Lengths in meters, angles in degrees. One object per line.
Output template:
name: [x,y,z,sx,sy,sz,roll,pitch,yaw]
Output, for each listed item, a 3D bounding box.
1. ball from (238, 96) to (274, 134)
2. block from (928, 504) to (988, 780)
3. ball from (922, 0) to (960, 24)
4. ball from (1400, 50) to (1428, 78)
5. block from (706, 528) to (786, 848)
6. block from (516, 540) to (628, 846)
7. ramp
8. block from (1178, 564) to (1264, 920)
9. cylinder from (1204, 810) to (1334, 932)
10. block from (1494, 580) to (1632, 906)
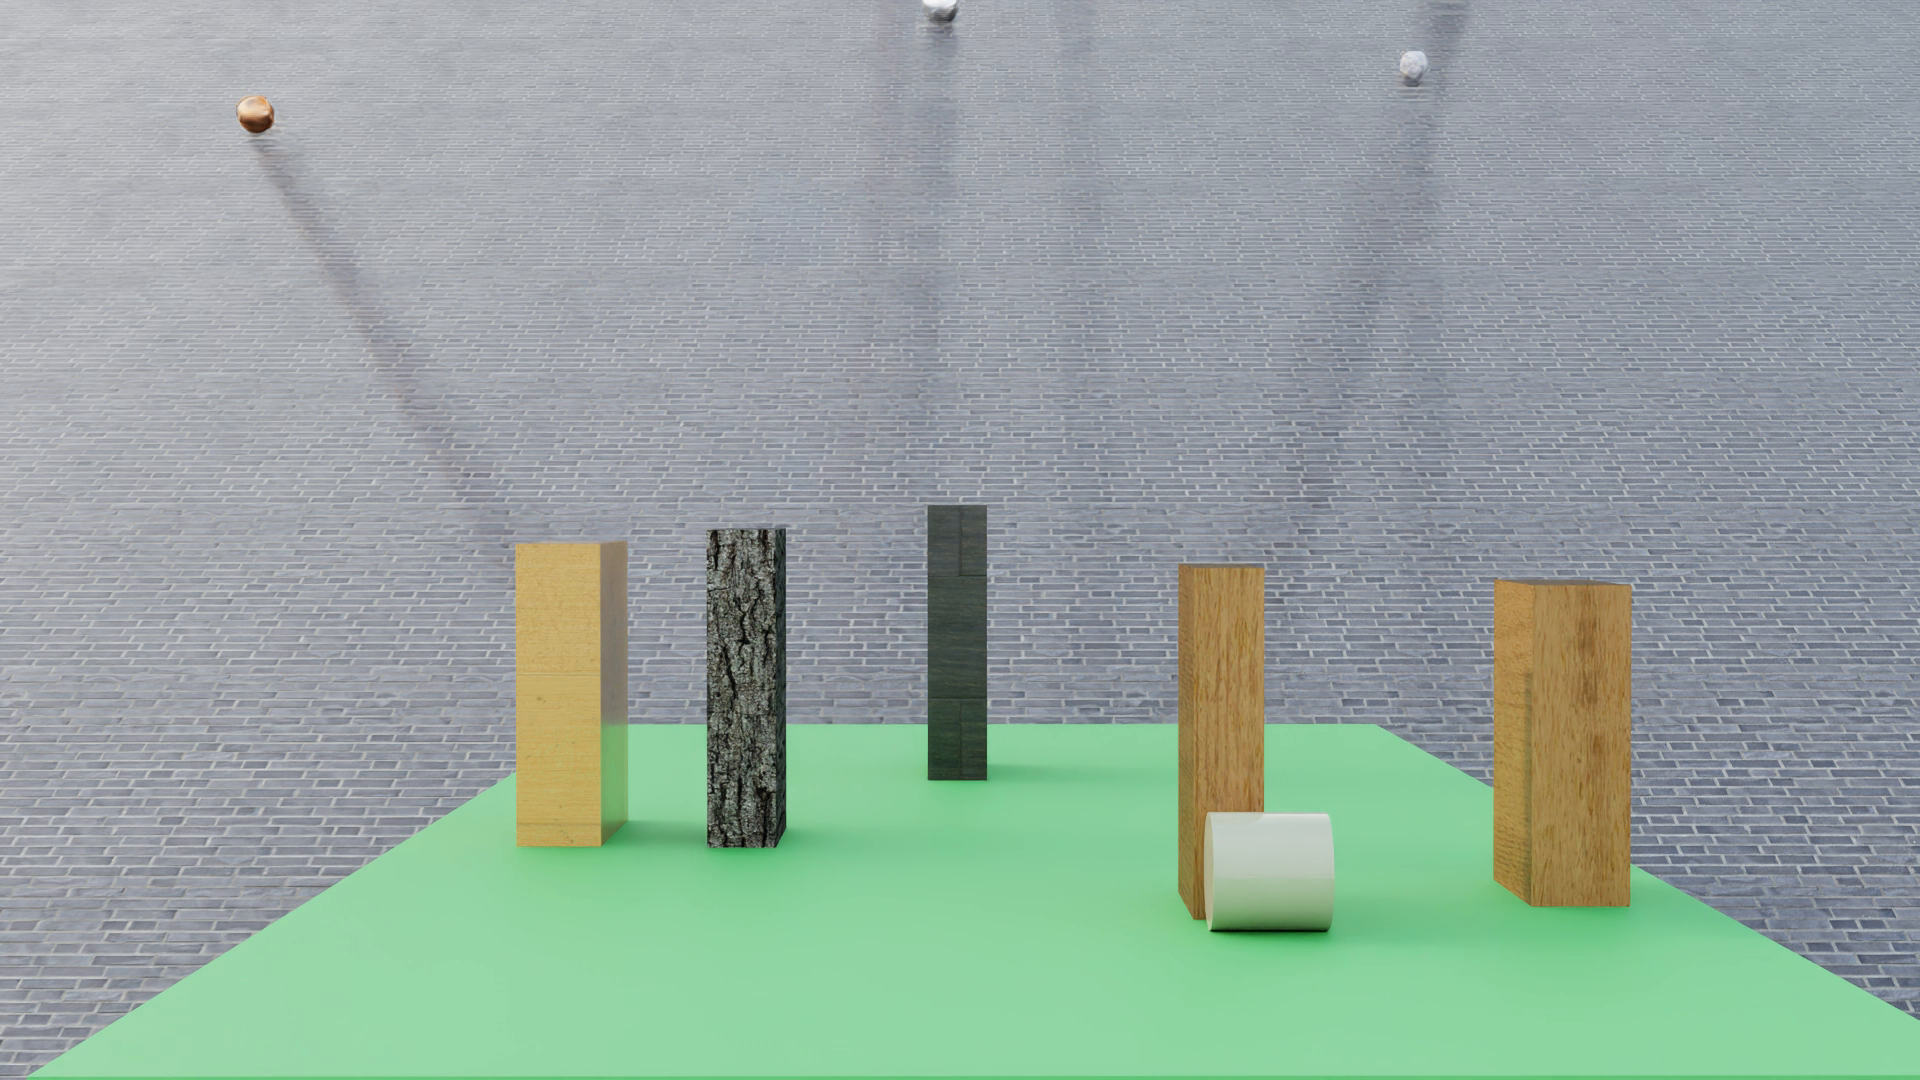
ball: [-3.022,-1.825,11.082,0.156,0.156,0.156,0,27,0]
block: [-0.006,0.208,5.452,0.122,0.564,0.338,0,1,0]
ball: [-0.096,-2.603,12.565,0.183,0.183,0.183,0,27,0]
ball: [2.072,-2.170,11.783,0.129,0.129,0.129,0,27,0]
block: [-0.362,0.244,4.403,0.114,0.526,0.262,0,1,0]
block: [-0.667,0.255,4.466,0.141,0.503,0.354,0,1,0]
ramp: [0.061,0.554,4.591,2.000,0.100,4.000,0,1,0]
block: [0.369,0.278,3.666,0.097,0.483,0.248,0,1,0]
cylinder: [0.413,0.444,3.466,0.158,0.158,0.158,2,27,1]
block: [0.879,0.290,3.784,0.140,0.455,0.259,0,1,0]
